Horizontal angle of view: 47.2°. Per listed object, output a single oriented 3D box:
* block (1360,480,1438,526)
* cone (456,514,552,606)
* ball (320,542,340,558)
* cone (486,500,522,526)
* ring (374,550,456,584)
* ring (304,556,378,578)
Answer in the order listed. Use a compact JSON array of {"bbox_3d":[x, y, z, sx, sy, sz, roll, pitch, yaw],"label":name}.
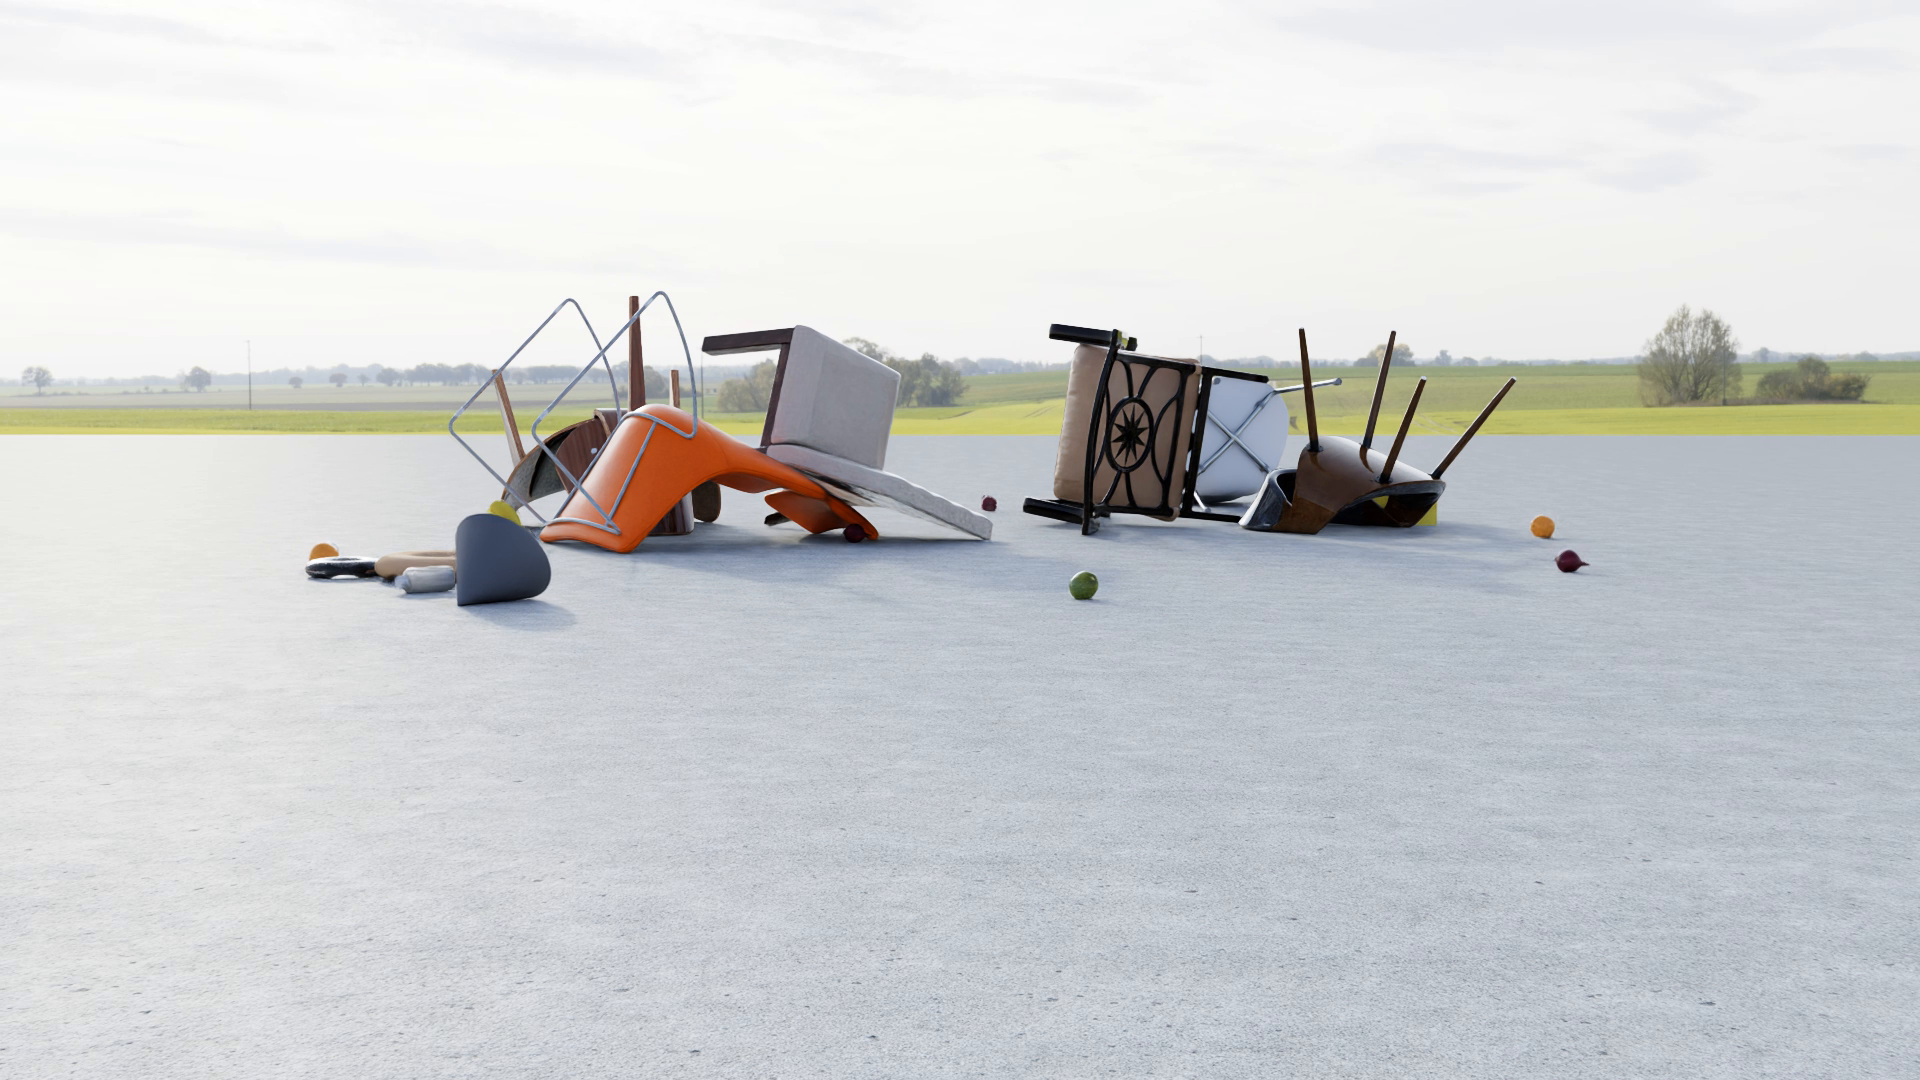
[{"bbox_3d":[1.459,-0.127,7.329,0.238,0.146,0.148,0,4,4],"label":"block"},{"bbox_3d":[-1.004,0.086,4.608,0.231,0.220,0.181,18,41,13],"label":"cone"},{"bbox_3d":[-1.648,0.029,5.749,0.052,0.052,0.052,0,4,0],"label":"ball"},{"bbox_3d":[-1.468,-0.049,6.880,0.134,0.096,0.135,-23,-43,27],"label":"cone"},{"bbox_3d":[-1.224,0.063,5.193,0.307,0.062,0.312,-1,4,-25],"label":"ring"},{"bbox_3d":[-1.475,0.066,5.276,0.190,0.043,0.187,4,6,40],"label":"ring"}]
